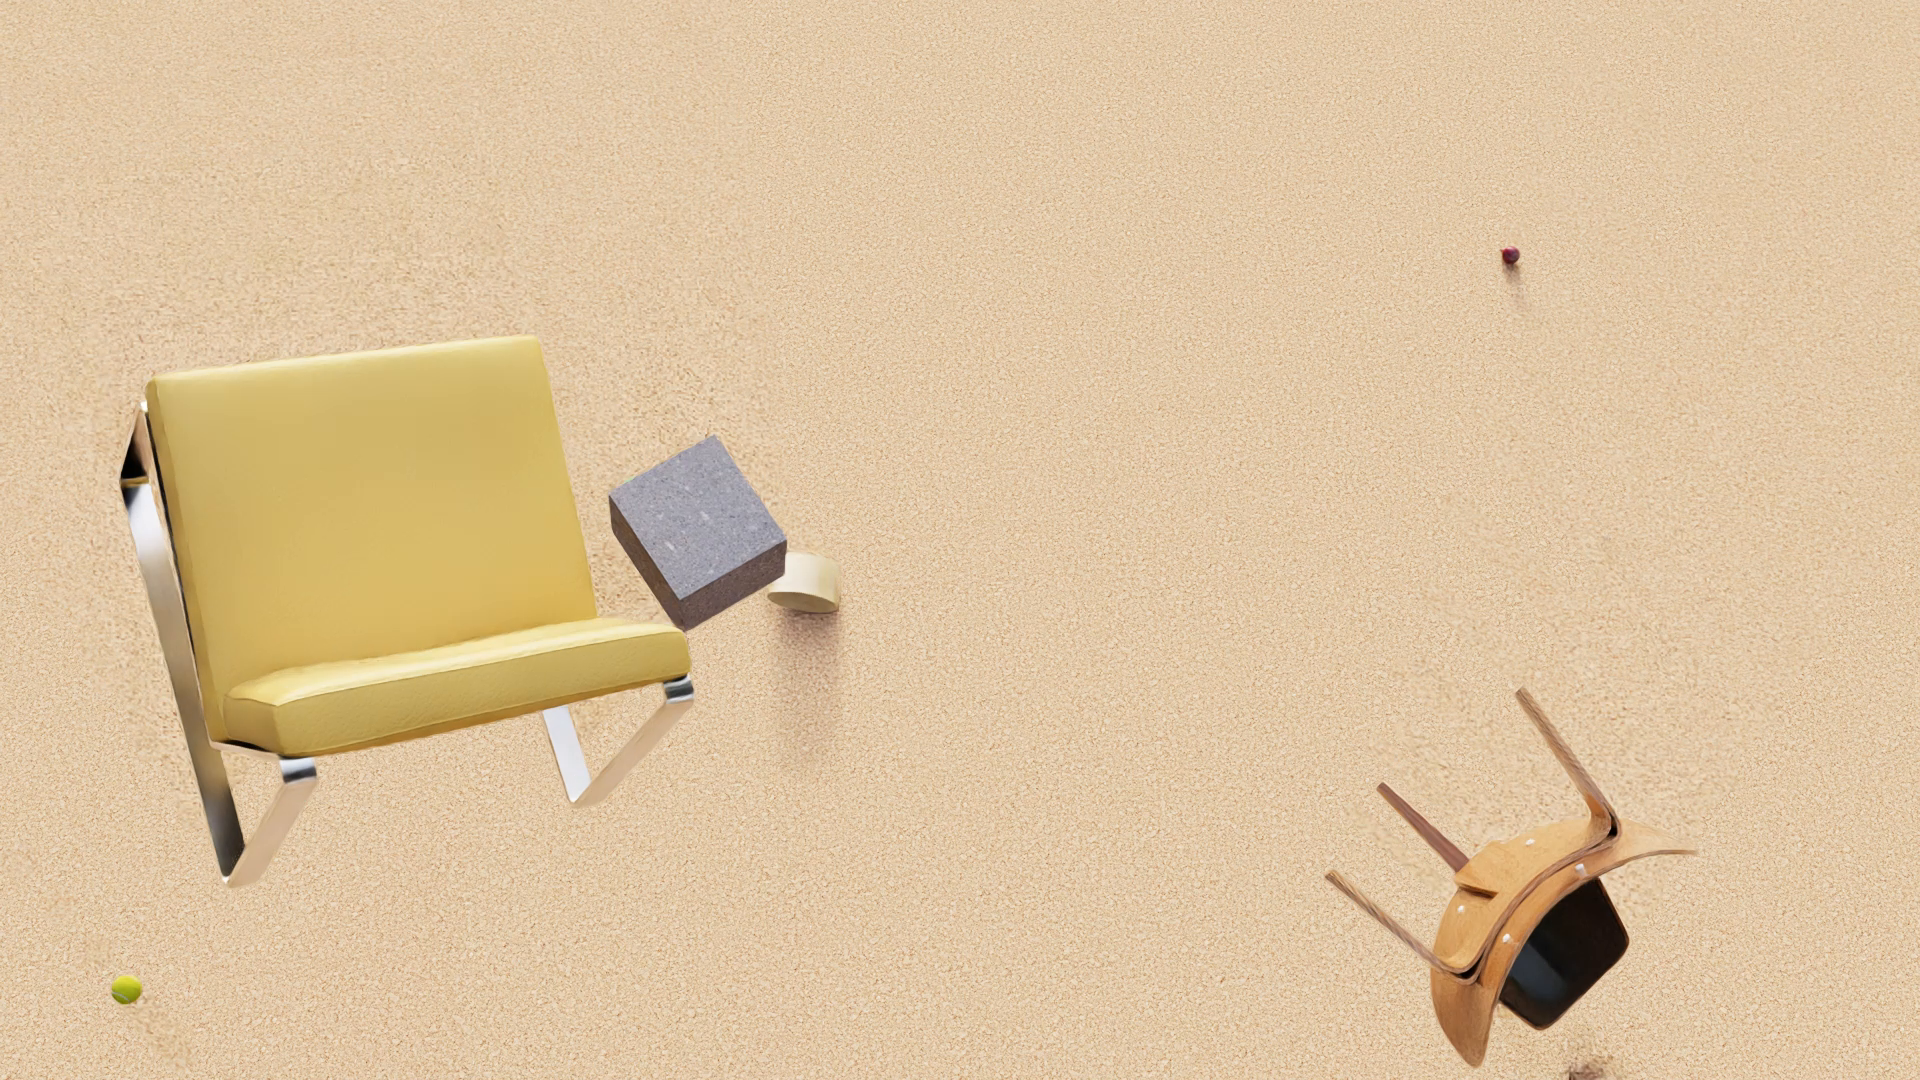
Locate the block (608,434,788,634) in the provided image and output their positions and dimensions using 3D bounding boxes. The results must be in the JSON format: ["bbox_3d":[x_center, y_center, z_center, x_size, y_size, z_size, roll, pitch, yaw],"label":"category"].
[{"bbox_3d":[-0.680,-0.014,5.705,0.318,0.245,0.347,-30,73,-18],"label":"block"}]

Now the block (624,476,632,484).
[{"bbox_3d":[-0.979,-0.134,6.492,0.039,0.068,0.077,31,59,20],"label":"block"}]
